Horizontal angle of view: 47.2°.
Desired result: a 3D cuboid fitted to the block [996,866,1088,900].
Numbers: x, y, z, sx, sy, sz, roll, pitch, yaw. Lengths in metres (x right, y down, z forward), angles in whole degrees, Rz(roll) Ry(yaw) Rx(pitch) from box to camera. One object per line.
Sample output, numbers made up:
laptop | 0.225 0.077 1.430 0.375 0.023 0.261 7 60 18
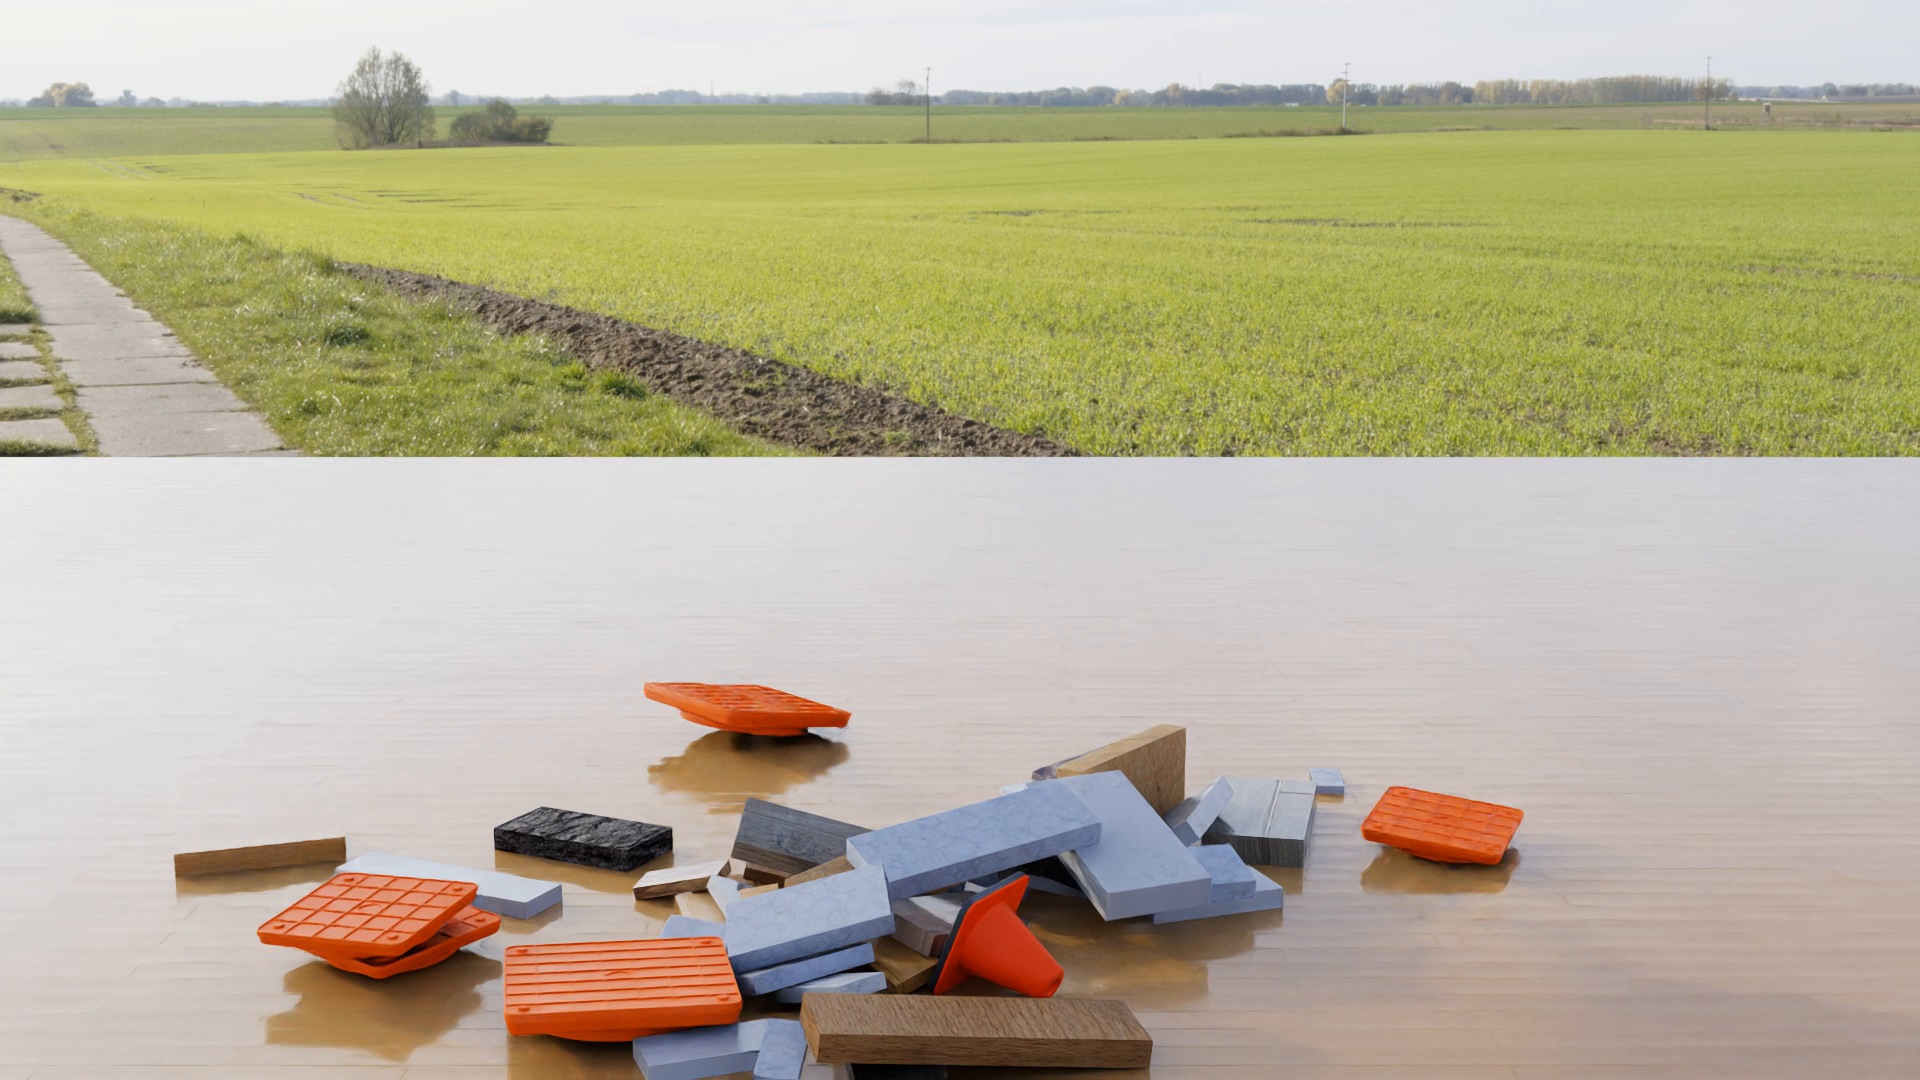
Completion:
block | 0.136 0.560 3.665 0.151 0.021 0.076 13 11 -8

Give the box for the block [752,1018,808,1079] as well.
block | -0.239 0.692 2.962 0.060 0.017 0.120 8 27 2

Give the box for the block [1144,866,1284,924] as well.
block | 0.400 0.583 3.616 0.232 0.033 0.116 -4 11 -20

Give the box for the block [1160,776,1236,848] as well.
block | 0.386 0.499 3.840 0.136 0.039 0.273 -36 -3 22

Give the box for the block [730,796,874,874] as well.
block | -0.241 0.496 3.564 0.241 0.034 0.121 15 30 -3

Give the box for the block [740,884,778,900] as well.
block | -0.311 0.568 3.433 0.060 0.017 0.121 -9 10 -5

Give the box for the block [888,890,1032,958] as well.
block | -0.014 0.589 3.381 0.124 0.035 0.247 22 10 36

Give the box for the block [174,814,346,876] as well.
block | -1.230 0.534 3.860 0.283 0.040 0.141 -4 11 -19

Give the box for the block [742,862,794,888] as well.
block | -0.285 0.561 3.667 0.148 0.021 0.074 15 10 -3

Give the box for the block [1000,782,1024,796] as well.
block | 0.130 0.487 4.178 0.058 0.016 0.116 -6 12 -30

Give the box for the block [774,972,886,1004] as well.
block | -0.188 0.646 3.172 0.081 0.023 0.163 -9 -4 -40

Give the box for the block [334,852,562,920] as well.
block | -0.857 0.575 3.674 0.393 0.028 0.099 5 12 25

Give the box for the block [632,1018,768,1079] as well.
block | -0.339 0.699 3.007 0.198 0.028 0.099 -4 11 -20

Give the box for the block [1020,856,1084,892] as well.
block | 0.157 0.528 3.628 0.232 0.033 0.116 24 9 -14

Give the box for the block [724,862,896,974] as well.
block | -0.225 0.565 3.290 0.248 0.035 0.124 -15 31 0

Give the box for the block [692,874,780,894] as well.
block | -0.369 0.580 3.668 0.148 0.021 0.074 0 11 0

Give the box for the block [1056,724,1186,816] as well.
block | 0.289 0.454 3.917 0.050 0.177 0.355 8 13 35

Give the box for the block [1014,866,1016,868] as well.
block | 0.019 0.515 3.659 0.151 0.021 0.076 5 12 -2

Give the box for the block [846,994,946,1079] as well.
block | -0.099 0.695 3.013 0.120 0.034 0.279 -2 11 -9

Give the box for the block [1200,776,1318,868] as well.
block | 0.545 0.506 3.982 0.177 0.050 0.355 2 11 13

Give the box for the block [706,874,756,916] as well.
block | -0.343 0.586 3.520 0.085 0.024 0.171 21 4 -23

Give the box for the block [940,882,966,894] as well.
block | -0.110 0.540 3.664 0.241 0.034 0.121 16 11 -1

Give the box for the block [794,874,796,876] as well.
block | -0.211 0.574 3.536 0.121 0.034 0.241 23 9 -4

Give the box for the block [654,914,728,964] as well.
block | -0.406 0.616 3.397 0.120 0.017 0.060 5 46 25

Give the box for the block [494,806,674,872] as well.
block | -0.666 0.528 3.892 0.283 0.040 0.141 5 12 26

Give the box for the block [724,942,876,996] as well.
block | -0.236 0.633 3.244 0.198 0.028 0.099 -10 -5 -32

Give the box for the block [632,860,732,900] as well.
block | -0.461 0.564 3.656 0.148 0.021 0.074 -10 10 13

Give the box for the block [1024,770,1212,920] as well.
block | 0.249 0.491 3.580 0.177 0.050 0.355 -5 25 -20

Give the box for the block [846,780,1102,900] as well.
block | 0.024 0.476 3.489 0.385 0.039 0.136 -12 29 -24

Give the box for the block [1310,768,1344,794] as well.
block | 0.713 0.469 4.276 0.058 0.016 0.116 1 11 5

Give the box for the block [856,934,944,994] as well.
block | -0.104 0.624 3.302 0.081 0.023 0.163 -24 29 -27

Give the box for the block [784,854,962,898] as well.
block | -0.110 0.531 3.488 0.124 0.035 0.350 31 31 34

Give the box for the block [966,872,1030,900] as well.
block | 0.041 0.556 3.668 0.151 0.021 0.076 18 11 -2

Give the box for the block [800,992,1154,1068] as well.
block | 0.021 0.667 2.993 0.459 0.040 0.141 4 10 -14

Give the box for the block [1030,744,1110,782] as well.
block | 0.219 0.458 3.991 0.039 0.136 0.273 26 24 35

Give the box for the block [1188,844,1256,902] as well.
block | 0.350 0.547 3.573 0.232 0.033 0.116 -3 24 -16

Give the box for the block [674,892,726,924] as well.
block | -0.403 0.605 3.522 0.086 0.024 0.171 -3 11 -15

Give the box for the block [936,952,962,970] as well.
block | -0.042 0.637 3.369 0.060 0.017 0.121 4 11 21
